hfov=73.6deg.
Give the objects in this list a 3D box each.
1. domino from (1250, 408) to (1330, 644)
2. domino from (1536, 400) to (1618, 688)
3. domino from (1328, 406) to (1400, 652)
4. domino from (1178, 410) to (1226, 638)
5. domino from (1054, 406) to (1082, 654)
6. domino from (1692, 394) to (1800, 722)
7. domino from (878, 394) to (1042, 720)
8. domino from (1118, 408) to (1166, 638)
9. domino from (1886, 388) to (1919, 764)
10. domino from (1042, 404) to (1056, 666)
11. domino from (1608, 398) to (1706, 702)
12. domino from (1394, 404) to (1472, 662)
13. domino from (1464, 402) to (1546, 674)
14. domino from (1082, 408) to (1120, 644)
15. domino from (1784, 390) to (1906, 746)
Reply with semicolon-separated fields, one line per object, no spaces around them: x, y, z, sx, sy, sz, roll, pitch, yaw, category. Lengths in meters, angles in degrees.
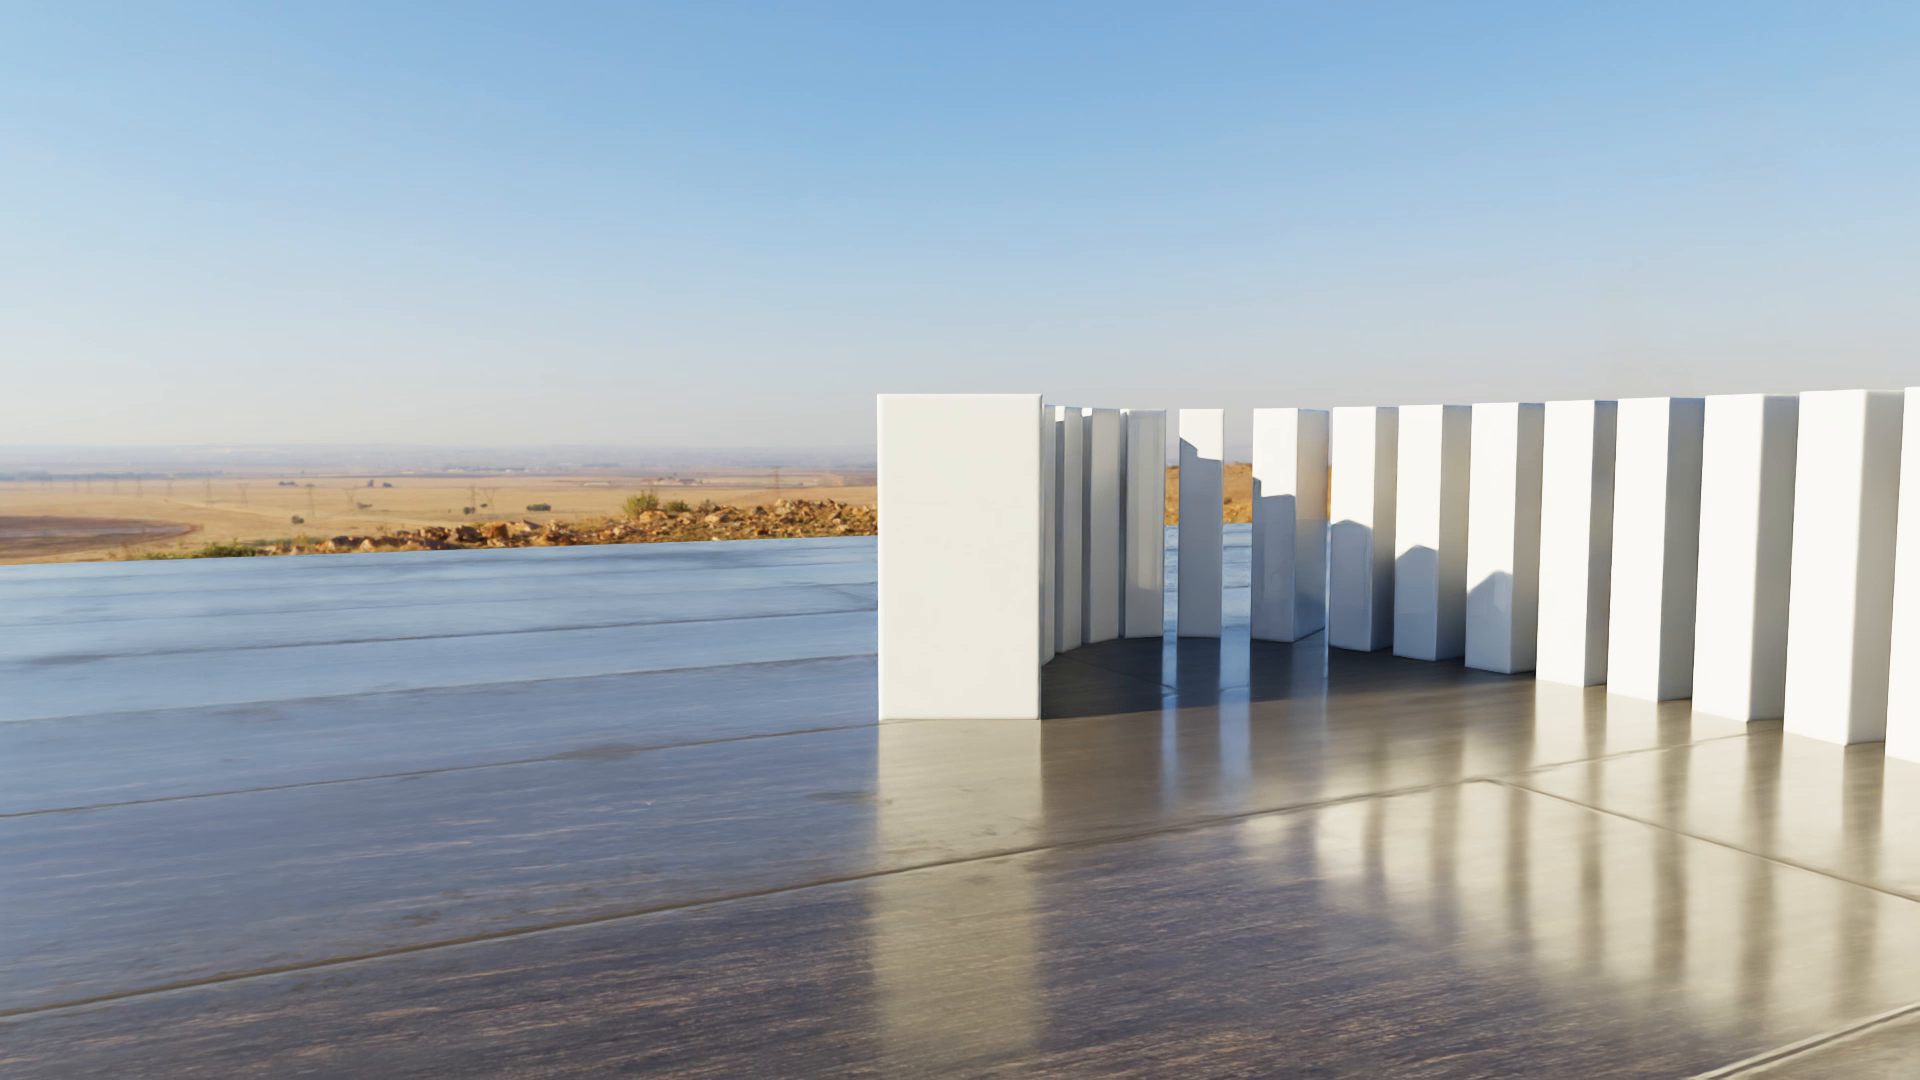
0.074;-0.004;0.286;0.009;0.050;0.025;3;5;31;domino
0.118;0.000;0.232;0.025;0.050;0.009;-2;5;-28;domino
0.090;-0.003;0.273;0.025;0.050;0.009;-4;6;-43;domino
0.055;-0.004;0.293;0.010;0.050;0.025;1;4;12;domino
0.012;-0.003;0.269;0.025;0.050;0.009;2;5;28;domino
0.131;0.002;0.203;0.025;0.050;0.010;-1;5;-19;domino
0.000;0.002;0.201;0.025;0.050;0.010;0;4;0;domino
0.036;-0.004;0.292;0.010;0.050;0.025;-2;5;-20;domino
0.140;0.005;0.173;0.025;0.050;0.010;-1;4;-16;domino
0.005;-0.001;0.252;0.025;0.050;0.009;1;4;17;domino
0.124;0.001;0.219;0.025;0.050;0.010;-2;5;-24;domino
0.100;-0.002;0.260;0.025;0.050;0.009;-3;5;-37;domino
0.110;-0.001;0.246;0.025;0.050;0.009;-3;5;-32;domino
0.022;-0.004;0.283;0.009;0.050;0.025;-4;6;-44;domino
0.136;0.003;0.187;0.025;0.050;0.010;-1;4;-17;domino
